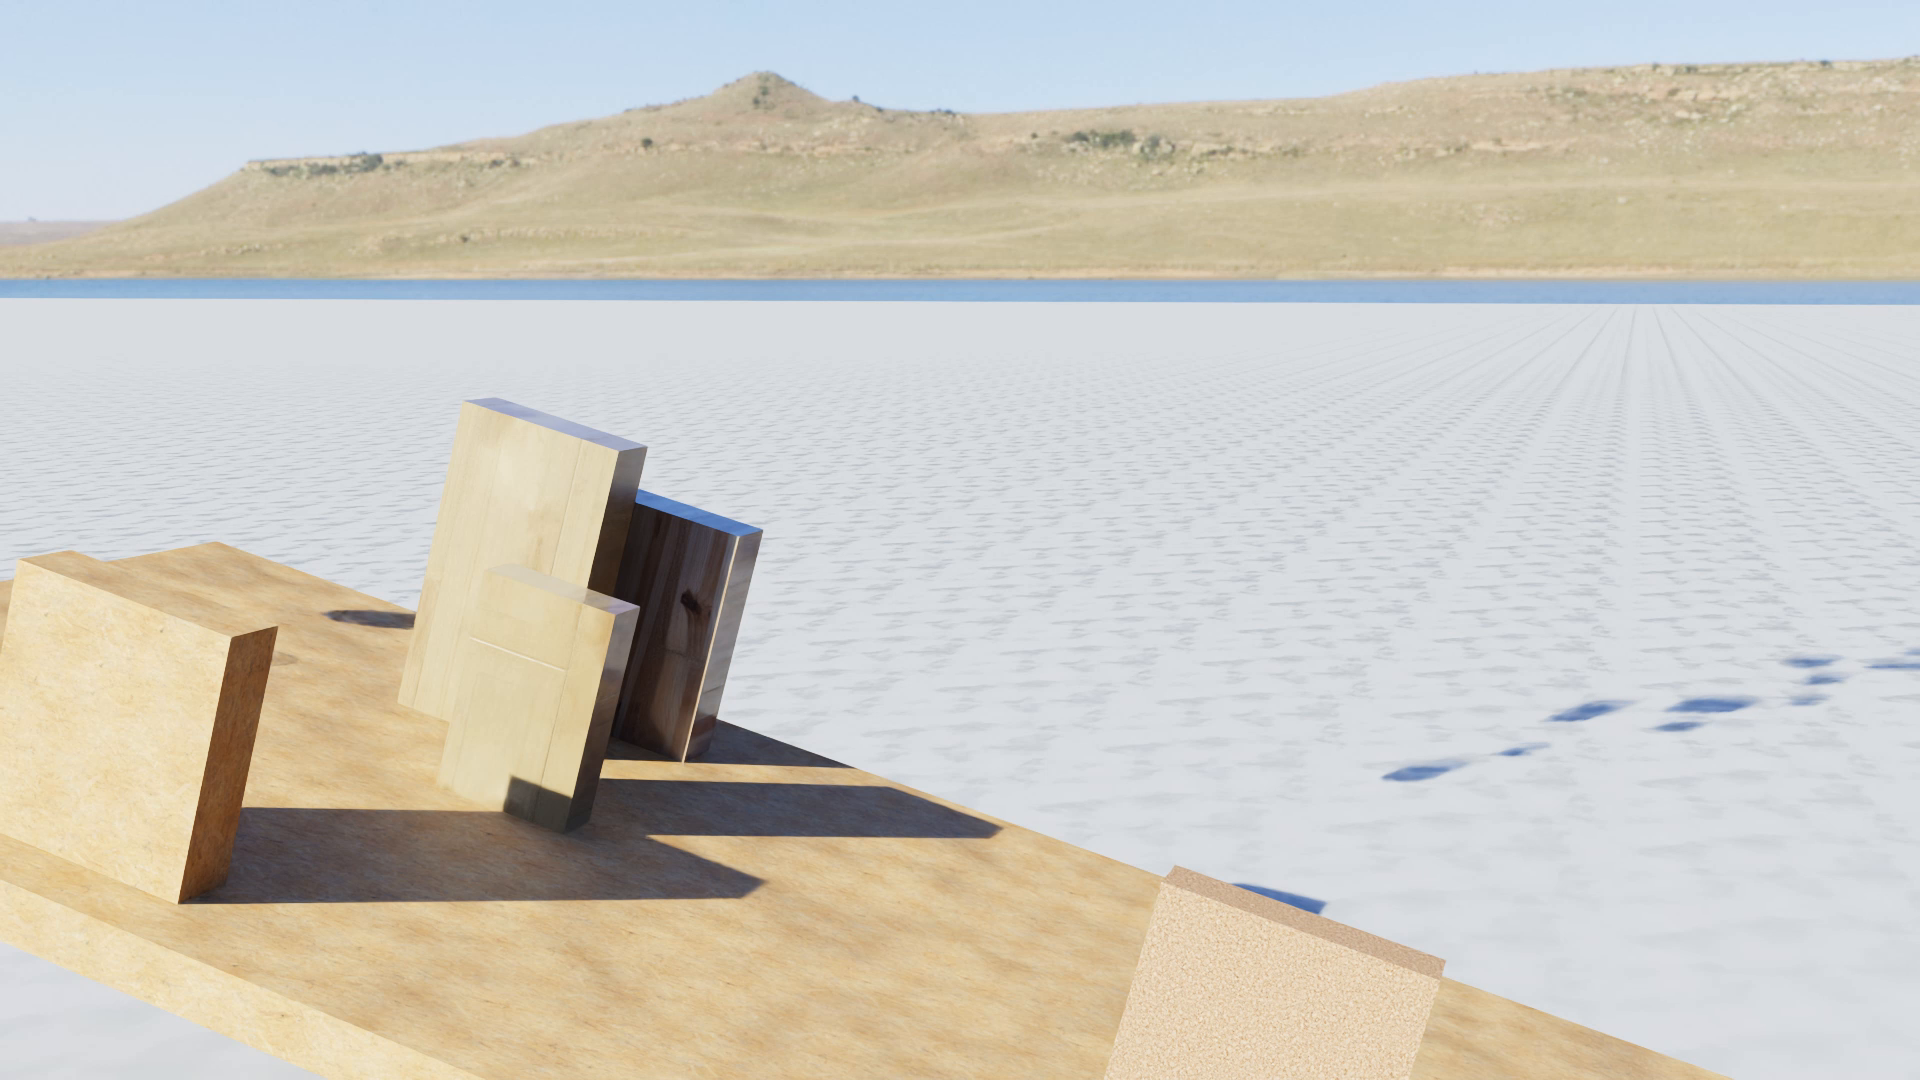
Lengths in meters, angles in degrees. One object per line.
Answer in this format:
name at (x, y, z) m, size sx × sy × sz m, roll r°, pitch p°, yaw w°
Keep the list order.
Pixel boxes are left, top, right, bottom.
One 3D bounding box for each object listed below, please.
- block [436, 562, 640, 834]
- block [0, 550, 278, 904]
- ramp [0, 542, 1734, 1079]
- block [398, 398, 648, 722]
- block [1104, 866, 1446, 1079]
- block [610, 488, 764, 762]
block at (-0.842, 0.313, 4.380) m, size 0.293 × 0.460 × 0.111 m, roll 18°, pitch 11°, yaw 14°
block at (-1.395, 0.307, 3.667) m, size 0.418 × 0.465 × 0.129 m, roll 18°, pitch 11°, yaw 14°
ramp at (-0.383, 0.758, 4.244) m, size 4.000 × 0.100 × 2.000 m, roll 18°, pitch 11°, yaw 14°
block at (-0.955, 0.077, 4.789) m, size 0.377 × 0.691 × 0.144 m, roll 18°, pitch 11°, yaw 14°
block at (0.475, 0.829, 3.481) m, size 0.446 × 0.494 × 0.105 m, roll 18°, pitch 11°, yaw 14°
block at (-0.701, 0.184, 5.002) m, size 0.366 × 0.536 × 0.141 m, roll 18°, pitch 11°, yaw 14°
